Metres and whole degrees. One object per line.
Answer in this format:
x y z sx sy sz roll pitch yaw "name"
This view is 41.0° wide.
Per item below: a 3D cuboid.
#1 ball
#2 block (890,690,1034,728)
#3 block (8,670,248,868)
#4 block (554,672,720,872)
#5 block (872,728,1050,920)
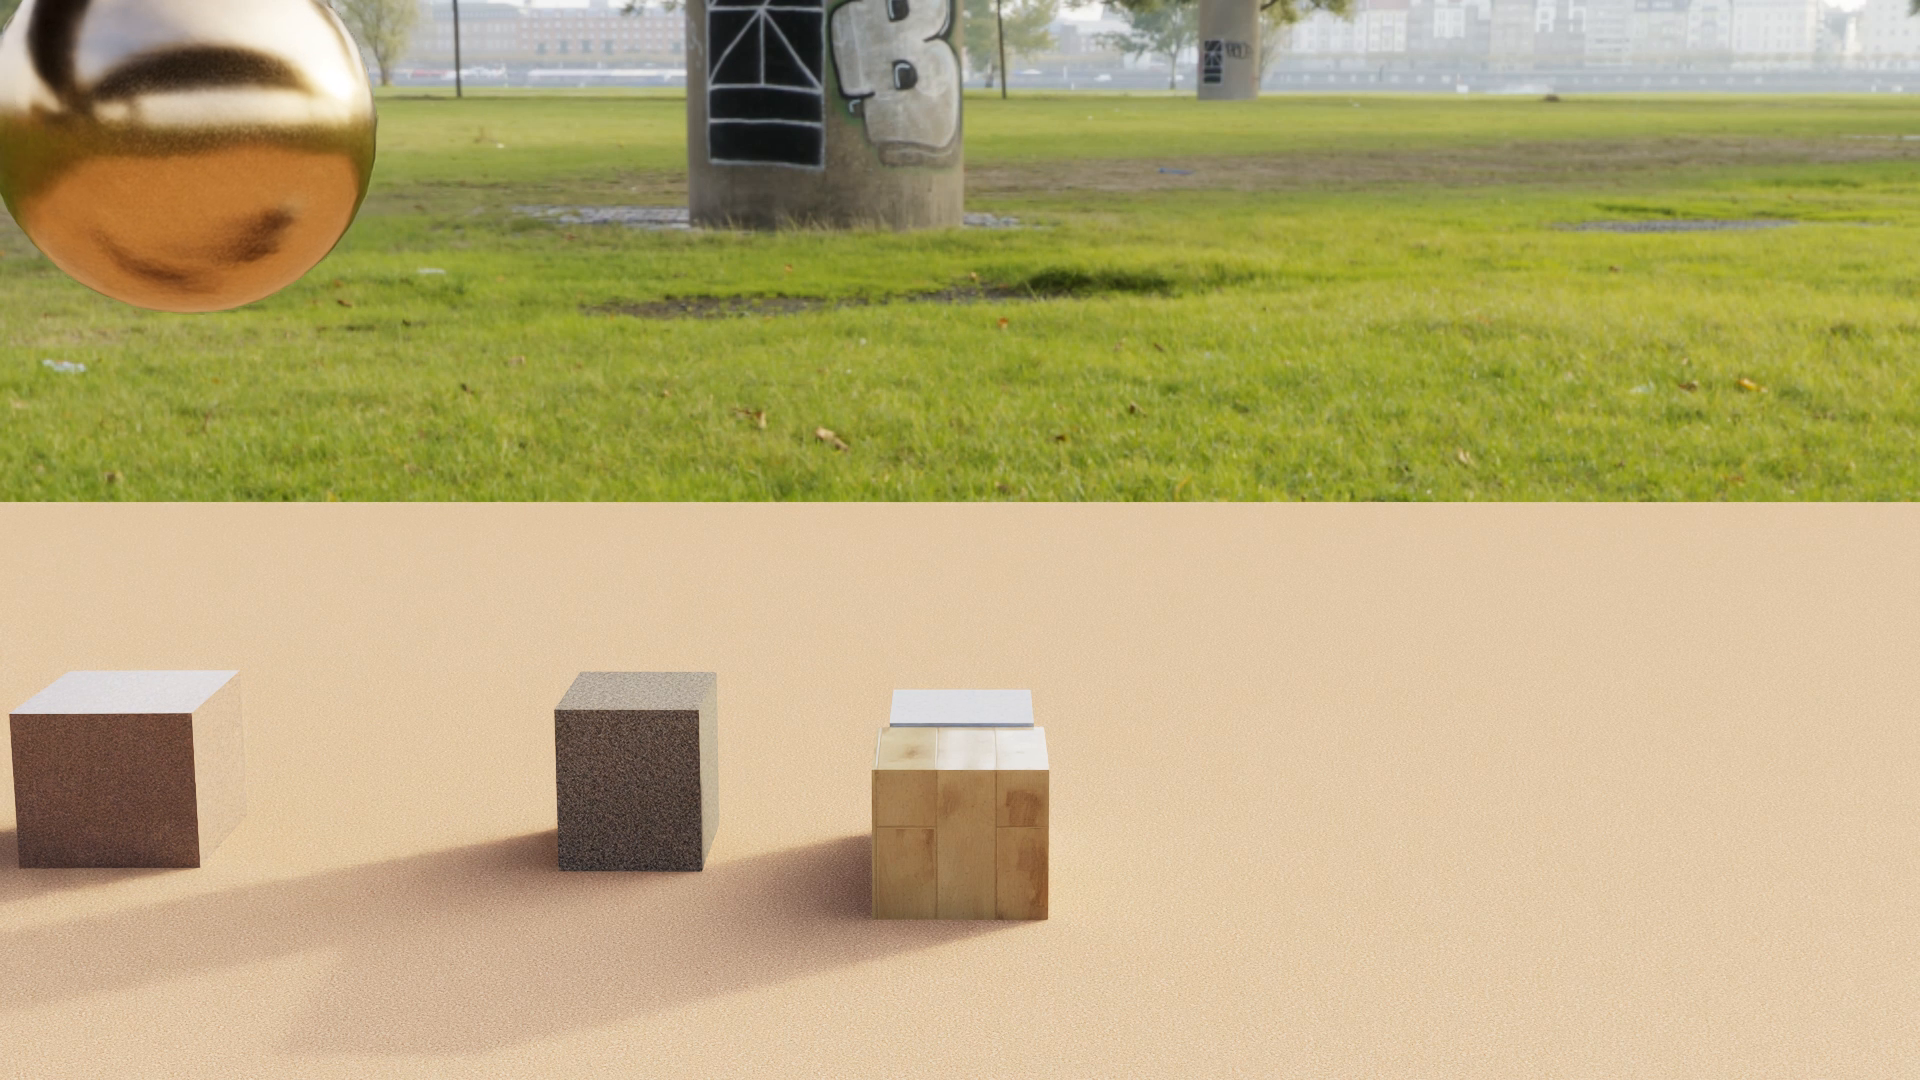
-3.287 -1.760 10.860 1.600 1.600 1.600 0 10 0 "ball"
0.009 1.084 11.737 0.641 0.669 0.621 0 10 0 "block"
-3.813 1.044 11.829 0.806 0.713 0.826 0 10 -1 "block"
-1.465 1.047 11.736 0.640 0.741 0.735 0 10 1 "block"
0.002 1.212 11.076 0.740 0.652 0.704 0 10 0 "block"
